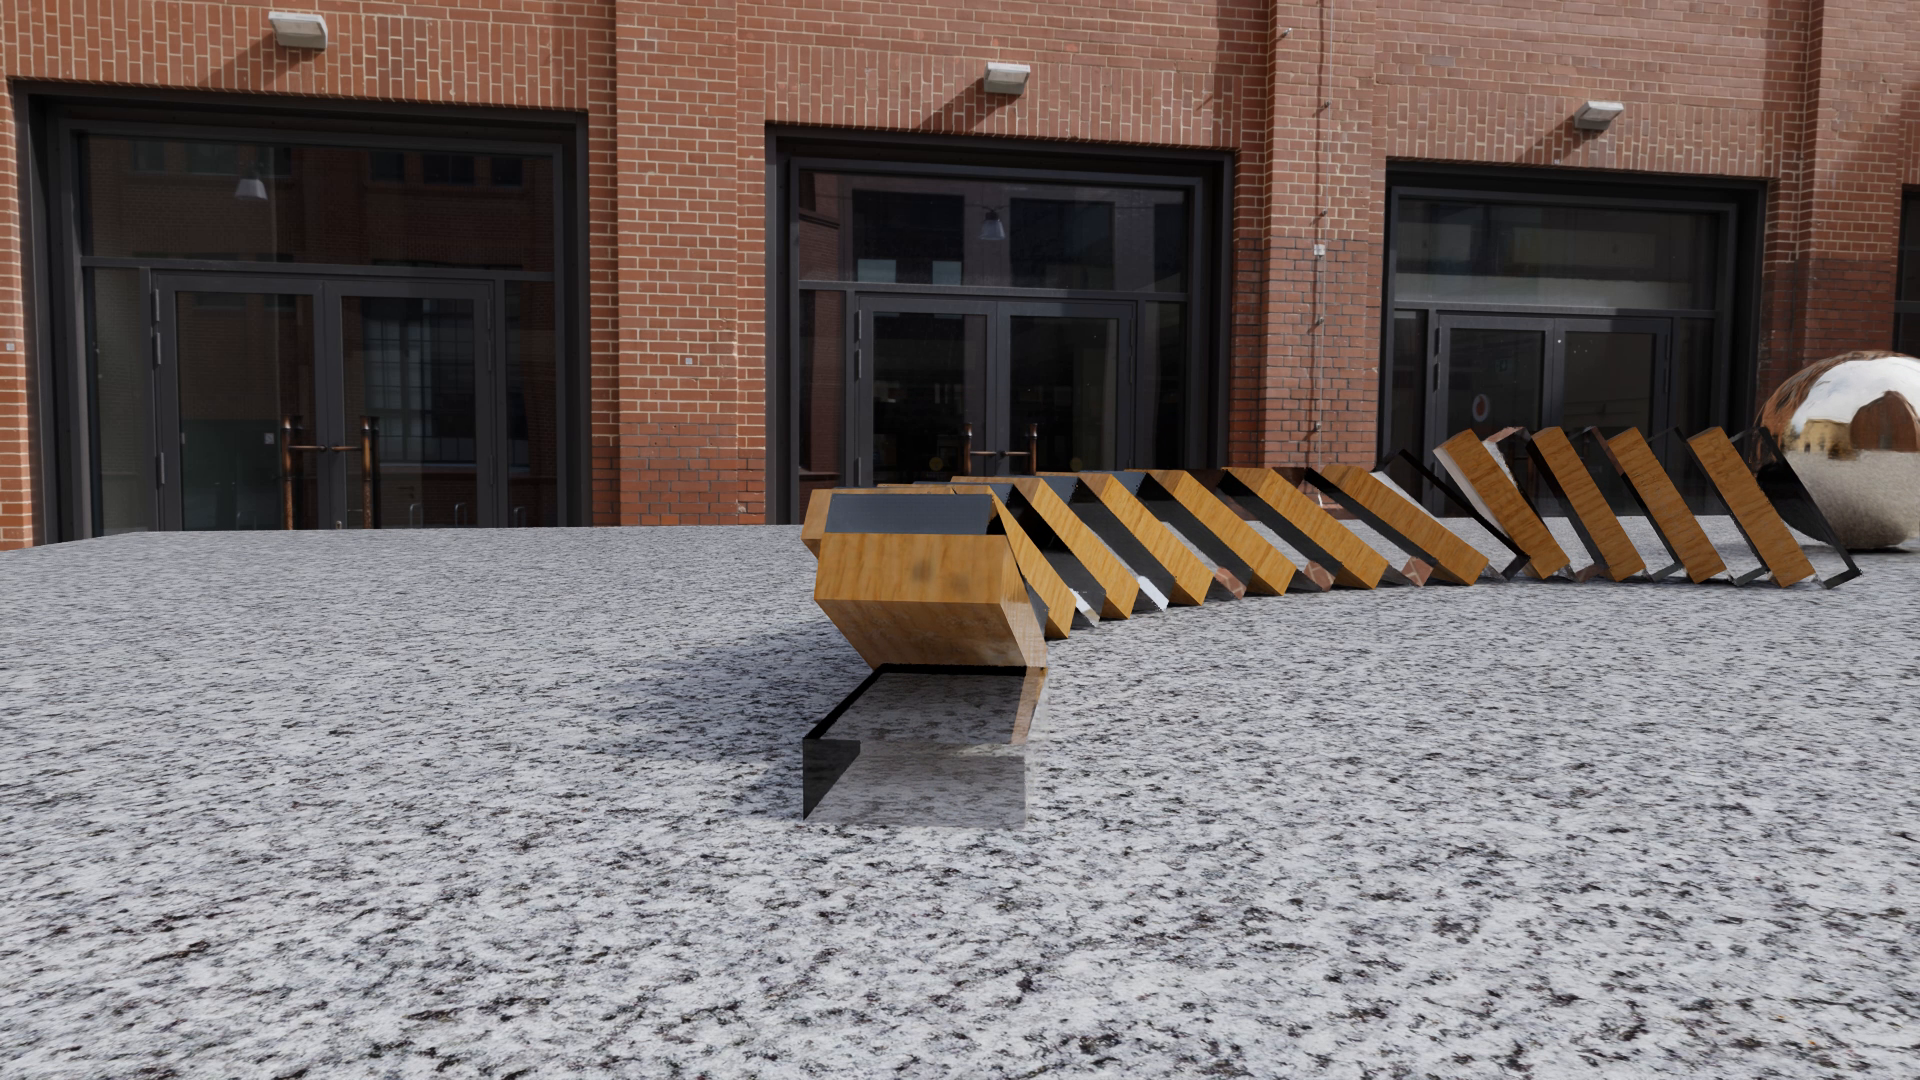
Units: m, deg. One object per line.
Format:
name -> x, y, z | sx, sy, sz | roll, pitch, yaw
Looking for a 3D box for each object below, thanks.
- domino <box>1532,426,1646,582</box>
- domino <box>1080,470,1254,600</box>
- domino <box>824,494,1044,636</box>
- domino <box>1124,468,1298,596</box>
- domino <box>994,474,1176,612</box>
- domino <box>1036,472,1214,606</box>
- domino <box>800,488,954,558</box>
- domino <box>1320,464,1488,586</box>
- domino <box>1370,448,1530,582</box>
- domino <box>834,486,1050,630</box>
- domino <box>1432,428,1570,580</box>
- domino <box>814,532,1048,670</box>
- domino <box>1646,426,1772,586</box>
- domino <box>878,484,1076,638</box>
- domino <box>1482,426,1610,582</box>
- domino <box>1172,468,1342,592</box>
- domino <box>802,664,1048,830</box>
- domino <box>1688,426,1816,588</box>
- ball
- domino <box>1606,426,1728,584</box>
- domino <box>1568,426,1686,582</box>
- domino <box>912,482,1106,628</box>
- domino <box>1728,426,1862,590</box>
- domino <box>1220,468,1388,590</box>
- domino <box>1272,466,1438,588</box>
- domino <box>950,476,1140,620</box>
domino -> 0.196, -0.012, 0.406 | 0.009, 0.050, 0.025 | -31, -5, 15
domino -> 0.054, -0.001, 0.347 | 0.050, 0.009, 0.025 | 37, -18, -33
domino -> -0.003, 0.009, 0.212 | 0.025, 0.010, 0.050 | 1, -28, 14
domino -> 0.068, -0.002, 0.359 | 0.050, 0.009, 0.025 | 36, -15, -28
domino -> 0.030, 0.001, 0.318 | 0.025, 0.009, 0.050 | 4, -27, 42
domino -> 0.042, 0.000, 0.333 | 0.025, 0.010, 0.050 | 5, -27, 48
domino -> -0.007, 0.007, 0.231 | 0.025, 0.010, 0.050 | 0, -28, 20
domino -> 0.134, -0.005, 0.393 | 0.050, 0.009, 0.025 | 34, 0, -7
domino -> 0.153, -0.008, 0.401 | 0.050, 0.010, 0.025 | 42, 8, 6
domino -> -0.004, 0.006, 0.252 | 0.025, 0.010, 0.050 | 2, -27, 28
domino -> 0.170, -0.011, 0.404 | 0.009, 0.050, 0.025 | -36, -6, 11
domino -> -0.002, 0.013, 0.192 | 0.025, 0.010, 0.050 | 1, -22, 11
domino -> 0.230, -0.011, 0.397 | 0.009, 0.050, 0.025 | -32, -9, 23
domino -> 0.004, 0.005, 0.269 | 0.025, 0.010, 0.050 | 2, -27, 29
domino -> 0.184, -0.012, 0.405 | 0.010, 0.050, 0.025 | -31, -2, 12
domino -> 0.084, -0.003, 0.369 | 0.050, 0.010, 0.025 | 35, -11, -24
domino -> -0.002, 0.025, 0.168 | 0.025, 0.009, 0.050 | 1, 4, 7
domino -> 0.240, -0.011, 0.392 | 0.010, 0.050, 0.025 | -32, -9, 23
ball -> 0.365, -0.036, 0.519 | 0.080, 0.080, 0.080 | 0, 4, 0
domino -> 0.220, -0.012, 0.403 | 0.009, 0.050, 0.025 | -32, -9, 23
domino -> 0.208, -0.012, 0.406 | 0.010, 0.050, 0.025 | -31, -7, 19
domino -> 0.011, 0.004, 0.287 | 0.025, 0.009, 0.050 | 3, -27, 34
domino -> 0.250, -0.010, 0.386 | 0.009, 0.050, 0.025 | -32, -9, 23
domino -> 0.099, -0.004, 0.378 | 0.050, 0.010, 0.025 | 34, -9, -20
domino -> 0.117, -0.004, 0.388 | 0.050, 0.009, 0.025 | 34, -3, -12
domino -> 0.020, 0.002, 0.303 | 0.025, 0.010, 0.050 | 3, -27, 39
